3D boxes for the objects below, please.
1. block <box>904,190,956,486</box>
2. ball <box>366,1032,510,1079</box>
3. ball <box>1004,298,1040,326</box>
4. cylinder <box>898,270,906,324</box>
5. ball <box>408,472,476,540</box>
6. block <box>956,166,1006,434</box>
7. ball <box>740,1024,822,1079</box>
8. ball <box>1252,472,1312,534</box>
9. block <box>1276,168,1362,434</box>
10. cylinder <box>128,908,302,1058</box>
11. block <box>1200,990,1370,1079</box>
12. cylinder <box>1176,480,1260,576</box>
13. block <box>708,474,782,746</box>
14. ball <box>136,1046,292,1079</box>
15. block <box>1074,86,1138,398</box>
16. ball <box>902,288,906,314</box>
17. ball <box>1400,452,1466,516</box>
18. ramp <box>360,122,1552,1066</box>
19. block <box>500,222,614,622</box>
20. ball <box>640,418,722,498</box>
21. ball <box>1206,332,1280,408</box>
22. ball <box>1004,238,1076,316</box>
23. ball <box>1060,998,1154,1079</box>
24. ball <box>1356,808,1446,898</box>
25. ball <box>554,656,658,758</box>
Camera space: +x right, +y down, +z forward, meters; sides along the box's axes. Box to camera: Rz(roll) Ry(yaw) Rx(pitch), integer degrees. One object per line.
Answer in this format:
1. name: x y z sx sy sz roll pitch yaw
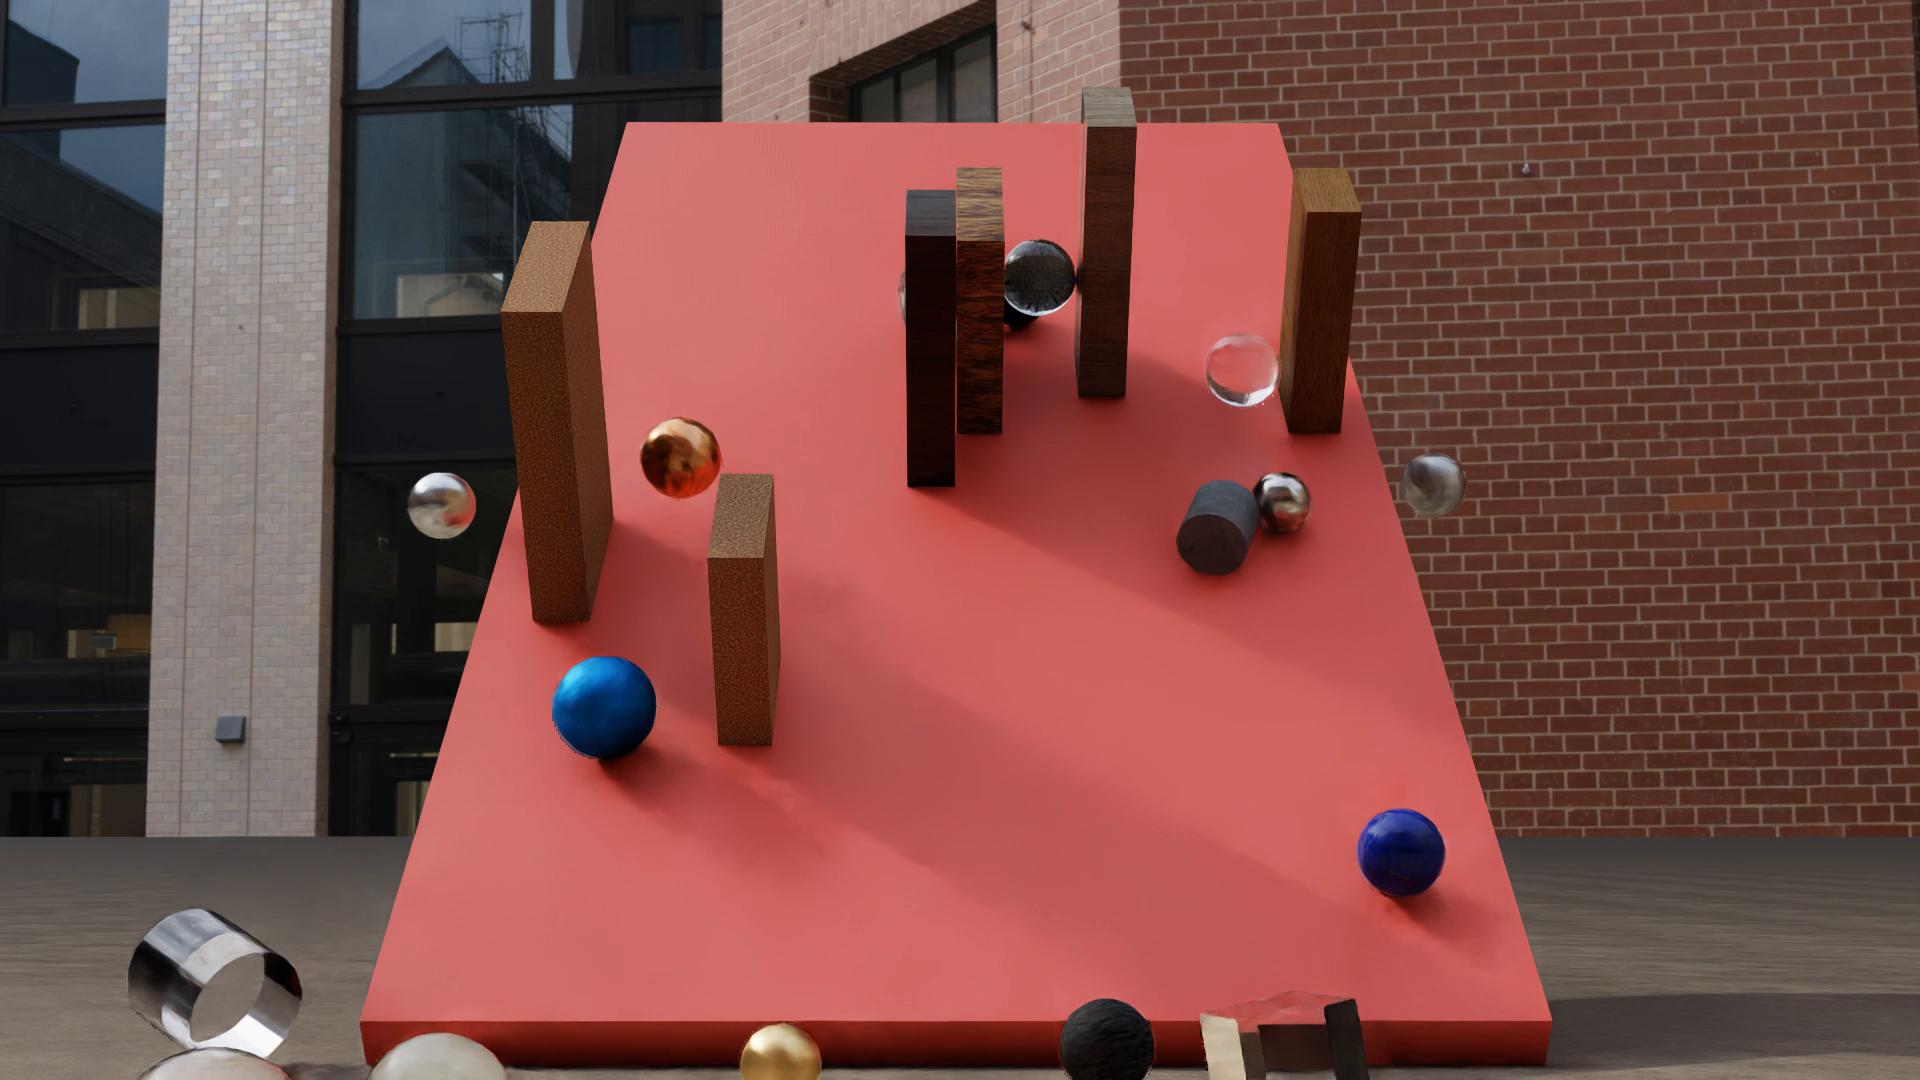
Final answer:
1. block: -0.065 -0.456 5.545 0.111 0.628 0.249 0 31 0
2. ball: -0.582 0.635 2.713 0.171 0.171 0.171 0 -7 0
3. ball: 0.145 -0.642 6.278 0.181 0.181 0.181 0 -7 0
4. cylinder: -0.029 -0.611 6.216 0.193 0.193 0.193 -13 -2 -21
5. ball: -1.147 -0.076 5.400 0.149 0.149 0.149 0 -7 0
6. block: 0.046 -0.580 5.870 0.110 0.502 0.430 0 31 0
7. ball: -0.259 0.759 3.528 0.118 0.118 0.118 0 -7 0
8. ball: 0.712 -0.083 5.412 0.137 0.137 0.137 0 -7 0
9. block: 0.848 -0.566 5.784 0.124 0.573 0.254 0 31 0
10. cylinder: -1.258 0.756 4.113 0.207 0.207 0.207 19 7 41
11. block: 0.433 0.694 3.235 0.152 0.152 0.152 -8 -2 -25
12. cylinder: 0.562 -0.028 5.305 0.153 0.153 0.153 -3 29 21
13. block: -0.419 0.135 4.767 0.104 0.431 0.312 0 31 0
14. ball: -0.703 0.573 2.282 0.194 0.194 0.194 0 -7 0
15. block: 0.348 -0.716 5.900 0.115 0.705 0.251 0 31 0
16. ball: -0.088 -0.590 6.019 0.113 0.113 0.113 0 -7 0
17. ball: 1.143 -0.135 5.892 0.153 0.153 0.153 0 -7 0
18. ramp: -0.014 -0.196 5.818 2.000 0.100 4.000 0 31 0
19. block: -0.836 -0.248 5.112 0.119 0.721 0.427 0 31 0
20. ball: -0.611 -0.180 5.339 0.177 0.177 0.177 0 -7 0
21. ball: 0.684 -0.413 5.908 0.181 0.181 0.181 0 -7 0
22. ball: 0.194 -0.657 6.099 0.193 0.193 0.193 0 -7 0
23. ball: 0.222 0.765 3.684 0.143 0.143 0.143 0 -7 0
24. ball: 0.787 0.557 4.347 0.157 0.157 0.157 0 -7 0
25. ball: -0.682 0.320 4.686 0.197 0.197 0.197 0 -7 0
